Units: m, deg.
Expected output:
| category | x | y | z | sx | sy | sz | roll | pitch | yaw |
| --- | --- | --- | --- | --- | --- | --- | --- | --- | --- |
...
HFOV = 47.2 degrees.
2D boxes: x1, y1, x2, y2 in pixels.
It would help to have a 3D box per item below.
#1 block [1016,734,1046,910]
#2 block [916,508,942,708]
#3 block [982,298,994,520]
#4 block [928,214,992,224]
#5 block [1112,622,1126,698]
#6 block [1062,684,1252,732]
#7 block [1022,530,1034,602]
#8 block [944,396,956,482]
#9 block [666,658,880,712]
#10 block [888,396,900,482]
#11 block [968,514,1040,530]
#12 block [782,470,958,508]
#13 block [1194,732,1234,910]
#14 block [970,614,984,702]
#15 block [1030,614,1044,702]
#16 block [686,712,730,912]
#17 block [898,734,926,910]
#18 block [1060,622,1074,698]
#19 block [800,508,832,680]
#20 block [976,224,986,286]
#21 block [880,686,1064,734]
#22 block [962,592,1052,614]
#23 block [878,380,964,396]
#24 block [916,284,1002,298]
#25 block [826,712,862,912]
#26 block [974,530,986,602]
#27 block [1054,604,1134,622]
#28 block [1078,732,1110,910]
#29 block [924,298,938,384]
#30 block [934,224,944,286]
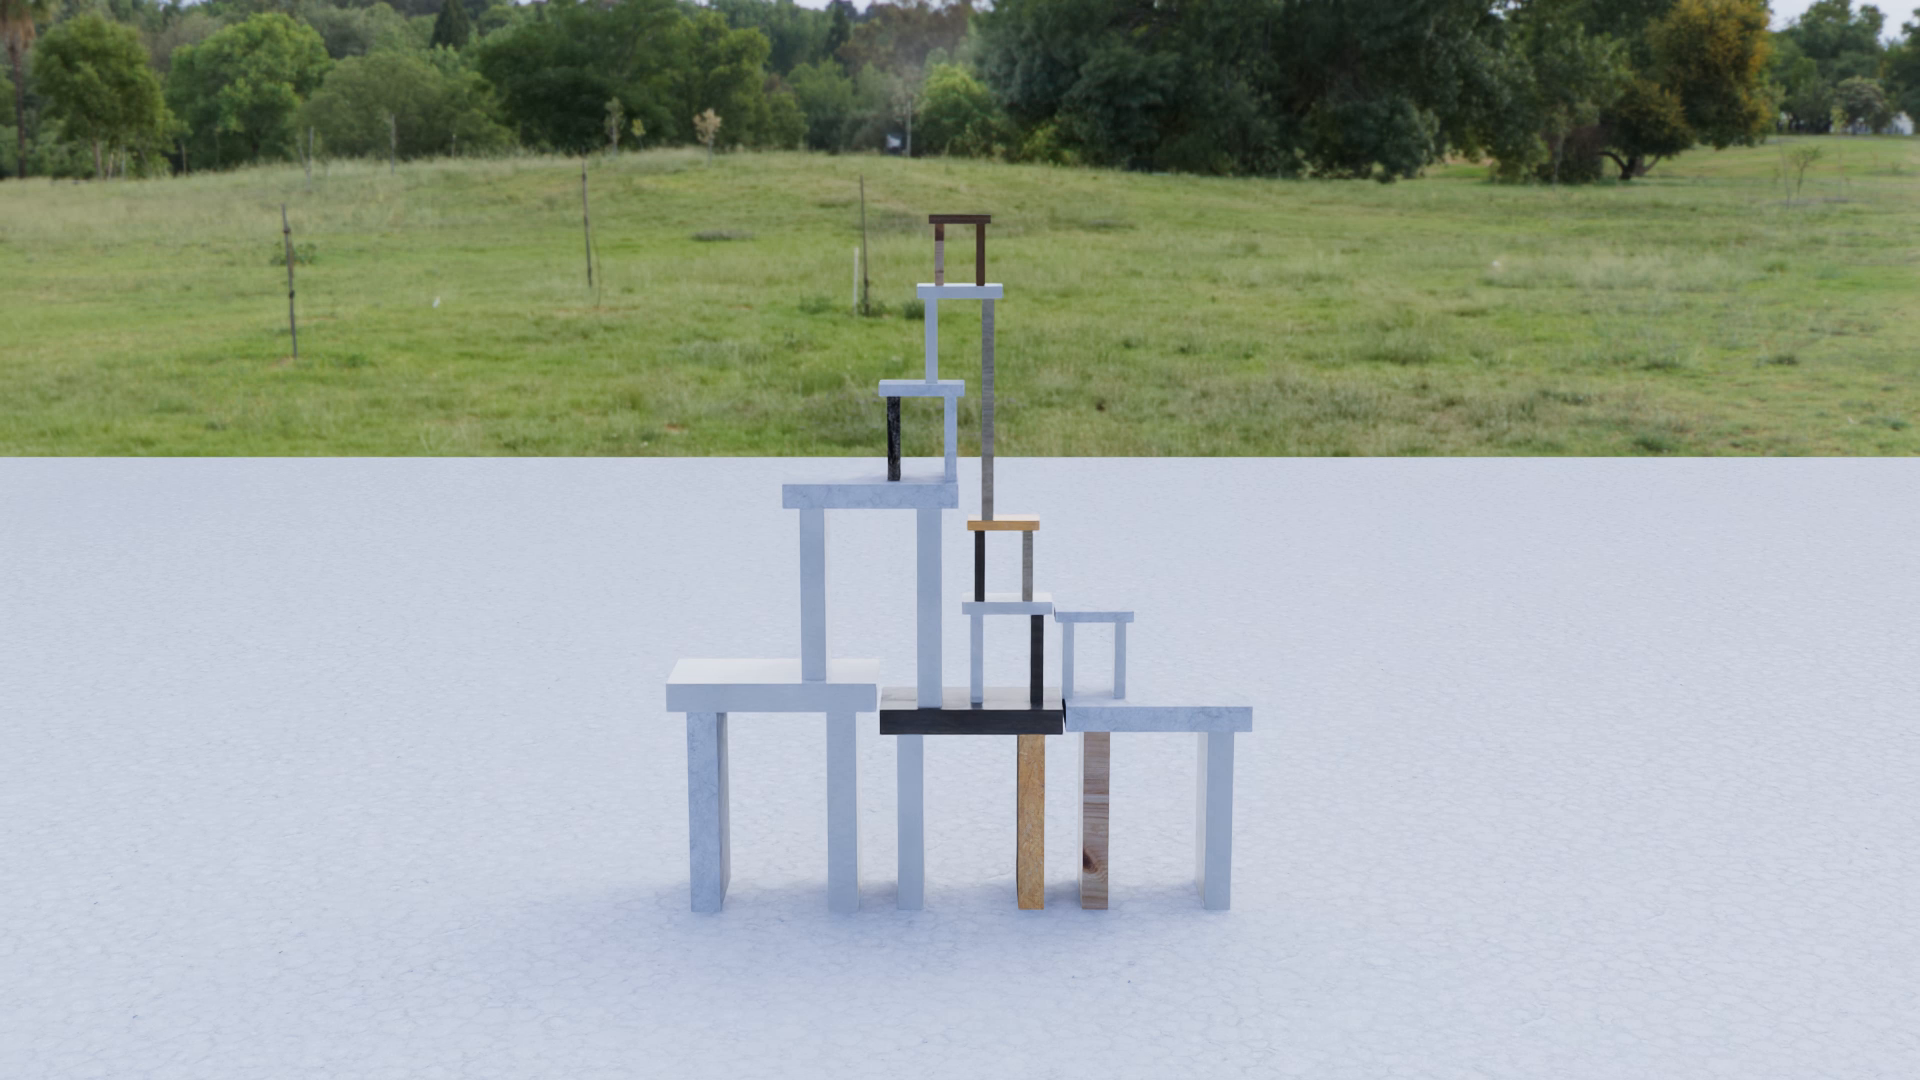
| category | x | y | z | sx | sy | sz | roll | pitch | yaw |
| --- | --- | --- | --- | --- | --- | --- | --- | --- | --- |
| block | 0.116 | 0.445 | 3.640 | 0.042 | 0.295 | 0.148 | 0 | 11 | 0 |
| block | -0.049 | 0.098 | 3.582 | 0.040 | 0.325 | 0.140 | 0 | 11 | 0 |
| block | 0.044 | -0.211 | 3.524 | 0.019 | 0.355 | 0.067 | 0 | 11 | 0 |
| block | 0.000 | -0.506 | 3.461 | 0.097 | 0.014 | 0.049 | 0 | 11 | 0 |
| block | 0.260 | 0.190 | 3.600 | 0.018 | 0.127 | 0.063 | 0 | 11 | 0 |
| block | 0.320 | 0.275 | 3.610 | 0.300 | 0.042 | 0.150 | 0 | 11 | 0 |
| block | 0.109 | 0.037 | 3.566 | 0.016 | 0.116 | 0.058 | 0 | 11 | 0 |
| block | -0.015 | -0.166 | 3.526 | 0.019 | 0.136 | 0.068 | 0 | 11 | 0 |
| block | -0.302 | 0.237 | 3.600 | 0.336 | 0.048 | 0.168 | 0 | 11 | 0 |
| block | -0.106 | -0.166 | 3.526 | 0.019 | 0.136 | 0.068 | 0 | 11 | 0 |
| block | 0.070 | -0.028 | 3.555 | 0.116 | 0.016 | 0.058 | 0 | 11 | 1 |
| block | -0.142 | -0.081 | 3.549 | 0.279 | 0.040 | 0.139 | 0 | 11 | 0 |
| block | 0.420 | 0.443 | 3.641 | 0.042 | 0.300 | 0.150 | 0 | 11 | 0 |
| block | 0.027 | 0.186 | 3.598 | 0.021 | 0.147 | 0.073 | 0 | 11 | 0 |
| block | 0.125 | 0.186 | 3.598 | 0.021 | 0.147 | 0.073 | 0 | 11 | 0 |
| block | -0.414 | 0.426 | 3.635 | 0.048 | 0.336 | 0.168 | 0 | 11 | 0 |
| block | -0.080 | 0.445 | 3.640 | 0.042 | 0.295 | 0.148 | 0 | 11 | 0 |
| block | 0.176 | 0.190 | 3.600 | 0.018 | 0.127 | 0.063 | 0 | 11 | 0 |
| block | -0.235 | 0.075 | 3.578 | 0.040 | 0.279 | 0.140 | 0 | 11 | 0 |
| block | 0.032 | -0.451 | 3.472 | 0.014 | 0.097 | 0.049 | 0 | 11 | 0 |
| block | 0.018 | 0.280 | 3.609 | 0.295 | 0.042 | 0.148 | 0 | 11 | 0 |
| block | 0.076 | 0.104 | 3.582 | 0.147 | 0.021 | 0.073 | 0 | 11 | 0 |
| block | -0.060 | -0.243 | 3.512 | 0.136 | 0.019 | 0.068 | 0 | 11 | 0 |
| block | 0.000 | -0.395 | 3.489 | 0.135 | 0.019 | 0.067 | 0 | 11 | 0 |
| block | -0.191 | 0.426 | 3.635 | 0.048 | 0.336 | 0.168 | 0 | 11 | 0 |
| block | 0.032 | 0.037 | 3.566 | 0.016 | 0.116 | 0.058 | 0 | 11 | 0 |
| block | 0.218 | 0.119 | 3.587 | 0.127 | 0.018 | 0.063 | 0 | 11 | 0 |
| block | 0.221 | 0.443 | 3.641 | 0.042 | 0.300 | 0.150 | 0 | 11 | 0 |
| block | -0.045 | -0.320 | 3.503 | 0.019 | 0.135 | 0.068 | 0 | 11 | 0 |
| block | -0.032 | -0.451 | 3.471 | 0.014 | 0.097 | 0.049 | 0 | 11 | 0 |
